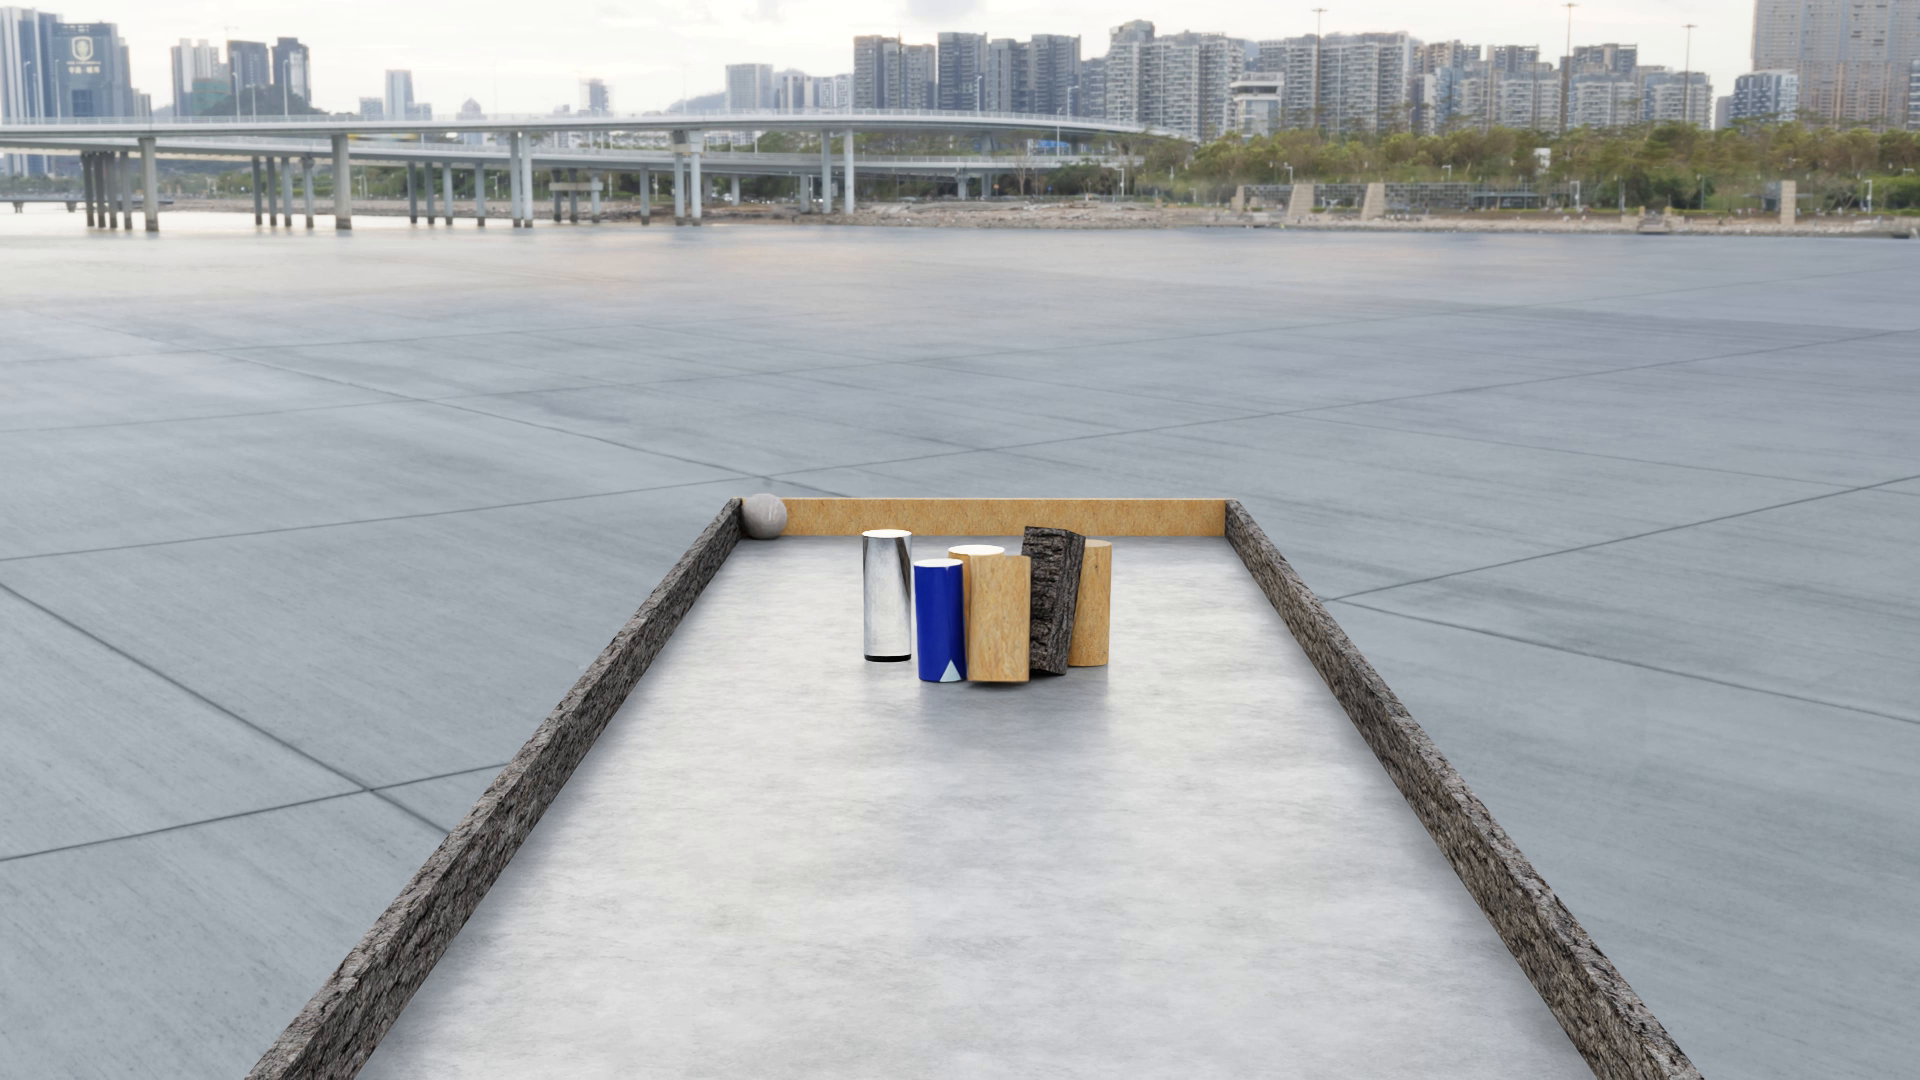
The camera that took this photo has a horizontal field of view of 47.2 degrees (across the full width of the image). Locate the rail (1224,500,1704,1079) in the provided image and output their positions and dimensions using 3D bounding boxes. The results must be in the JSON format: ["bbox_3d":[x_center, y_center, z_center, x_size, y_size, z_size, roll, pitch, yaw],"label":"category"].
[{"bbox_3d":[1.046,0.843,3.208,0.050,0.150,12.000,0,9,1],"label":"rail"}]

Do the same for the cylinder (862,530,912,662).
[{"bbox_3d":[-0.222,0.170,6.707,0.148,0.385,0.148,0,9,0],"label":"cylinder"}]

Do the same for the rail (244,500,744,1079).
[{"bbox_3d":[-1.004,0.839,3.234,0.050,0.150,12.000,0,9,1],"label":"rail"}]

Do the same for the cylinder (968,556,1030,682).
[{"bbox_3d":[0.114,0.226,6.351,0.176,0.358,0.176,1,-2,0],"label":"cylinder"}]

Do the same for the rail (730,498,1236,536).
[{"bbox_3d":[0.099,-0.098,9.147,2.100,0.150,0.050,0,9,1],"label":"rail"}]

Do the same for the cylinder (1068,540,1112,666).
[{"bbox_3d":[0.369,0.188,6.656,0.173,0.361,0.173,1,8,0],"label":"cylinder"}]

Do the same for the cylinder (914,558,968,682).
[{"bbox_3d":[-0.057,0.234,6.430,0.144,0.340,0.144,-2,8,0],"label":"cylinder"}]

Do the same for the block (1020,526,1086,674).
[{"bbox_3d":[0.253,0.178,6.492,0.135,0.414,0.135,5,-7,31],"label":"block"}]

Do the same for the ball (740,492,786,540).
[{"bbox_3d":[-0.807,-0.099,9.018,0.193,0.193,0.193,0,9,0],"label":"ball"}]

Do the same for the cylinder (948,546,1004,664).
[{"bbox_3d":[0.049,0.195,6.702,0.170,0.336,0.170,0,9,0],"label":"cylinder"}]
